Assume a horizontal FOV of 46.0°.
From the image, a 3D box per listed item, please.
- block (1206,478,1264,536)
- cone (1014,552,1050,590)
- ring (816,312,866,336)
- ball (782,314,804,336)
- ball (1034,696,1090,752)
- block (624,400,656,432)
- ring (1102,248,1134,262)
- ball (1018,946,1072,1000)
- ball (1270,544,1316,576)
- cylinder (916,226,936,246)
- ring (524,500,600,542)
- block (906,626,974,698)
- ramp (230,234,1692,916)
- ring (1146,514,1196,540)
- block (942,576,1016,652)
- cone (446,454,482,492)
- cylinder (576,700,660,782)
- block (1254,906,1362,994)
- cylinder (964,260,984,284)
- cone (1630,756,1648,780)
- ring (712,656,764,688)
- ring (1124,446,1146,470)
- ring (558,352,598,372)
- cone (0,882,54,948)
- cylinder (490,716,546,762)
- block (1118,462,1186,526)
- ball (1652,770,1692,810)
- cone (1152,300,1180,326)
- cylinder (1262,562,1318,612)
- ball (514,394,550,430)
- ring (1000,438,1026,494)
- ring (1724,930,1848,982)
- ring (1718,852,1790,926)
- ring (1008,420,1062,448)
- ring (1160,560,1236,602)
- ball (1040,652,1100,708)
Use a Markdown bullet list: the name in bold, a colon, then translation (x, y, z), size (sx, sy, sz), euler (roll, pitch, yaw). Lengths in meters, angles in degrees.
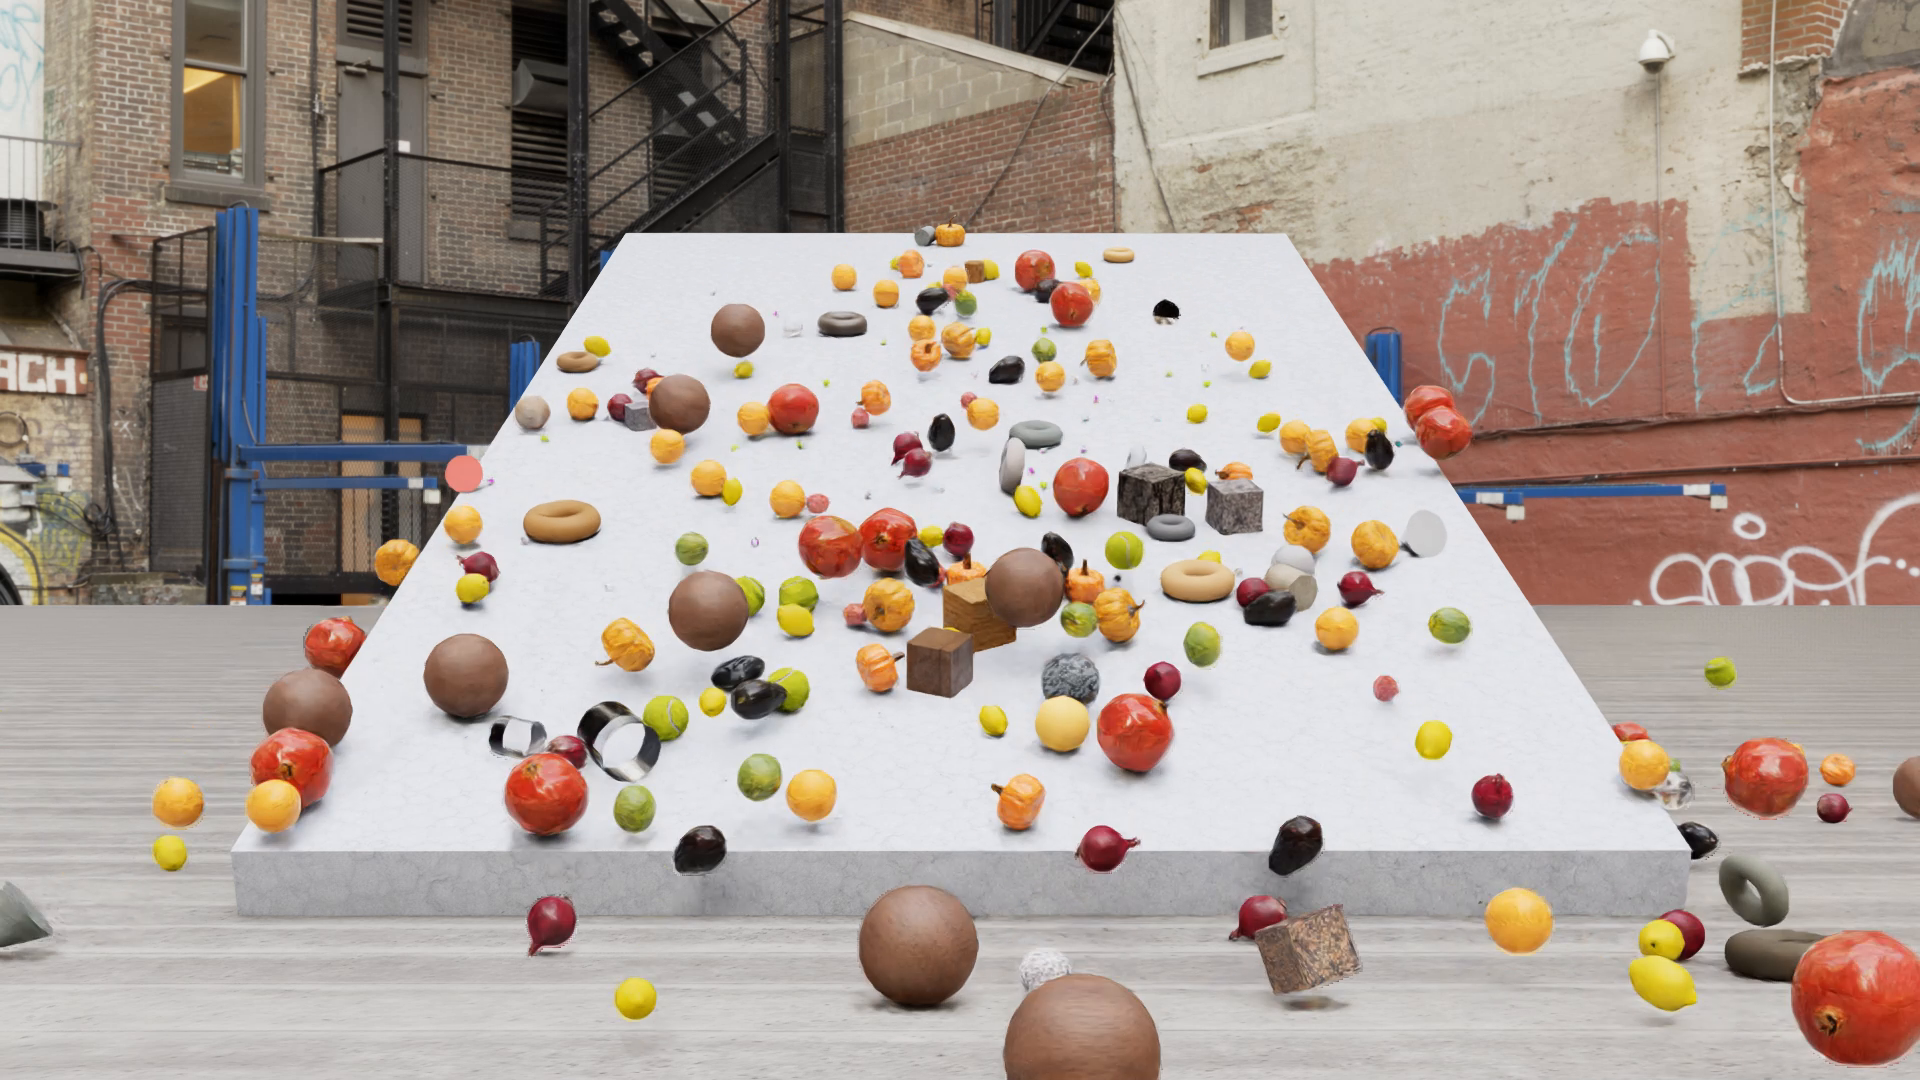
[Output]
- **block**: translation (0.526, -0.064, 4.338), size (0.082, 0.082, 0.082), euler (-6, 21, -16)
- **cone**: translation (0.114, 0.062, 4.059), size (0.069, 0.069, 0.069), euler (1, -10, -30)
- **ring**: translation (-0.300, -0.549, 5.740), size (0.129, 0.043, 0.129), euler (1, 20, 0)
- **ball**: translation (-0.422, -0.540, 5.700), size (0.053, 0.053, 0.053), euler (0, -1, 0)
- **ball**: translation (0.154, 0.275, 3.392), size (0.083, 0.083, 0.083), euler (0, -1, 0)
- **block**: translation (-0.699, -0.270, 4.951), size (0.051, 0.051, 0.051), euler (-10, 22, -26)
- **ring**: translation (0.457, -0.820, 6.515), size (0.094, 0.031, 0.094), euler (0, 21, 0)
- **ball**: translation (0.093, 0.473, 2.473), size (0.057, 0.057, 0.057), euler (0, -1, 0)
- **ball**: translation (0.593, 0.048, 4.029), size (0.080, 0.080, 0.080), euler (0, -1, 0)
- **cylinder**: translation (-0.102, -0.901, 6.705), size (0.050, 0.050, 0.050), euler (0, 28, 18)
- **ring**: translation (-0.757, -0.035, 4.302), size (0.146, 0.049, 0.146), euler (-1, 21, 0)
- **block**: translation (-0.032, 0.195, 3.617), size (0.080, 0.080, 0.080), euler (10, 22, 25)
- **ramp**: translation (-0.005, -0.205, 4.996), size (2.000, 0.100, 4.000), euler (0, 20, 0)
- **ring**: translation (0.400, -0.023, 4.300), size (0.094, 0.031, 0.094), euler (1, 20, 0)
- **block**: translation (0.032, 0.125, 3.799), size (0.090, 0.090, 0.090), euler (-13, 23, -32)
- **cone**: translation (-0.994, -0.129, 4.580), size (0.077, 0.077, 0.077), euler (0, -7, 2)
- **cylinder**: translation (-0.501, 0.295, 3.319), size (0.092, 0.092, 0.092), euler (1, 16, -34)
- **block**: translation (0.375, 0.443, 2.444), size (0.071, 0.071, 0.071), euler (-14, -9, -27)
- **cylinder**: translation (0.040, -0.741, 6.259), size (0.054, 0.054, 0.054), euler (0, 20, 0)
- **cone**: translation (1.557, 0.557, 5.272), size (0.079, 0.079, 0.079), euler (0, -28, 13)
- **ring**: translation (-0.355, 0.212, 3.622), size (0.089, 0.030, 0.089), euler (-15, 16, 4)
- **ring**: translation (0.348, -0.144, 4.523), size (0.031, 0.094, 0.094), euler (14, -2, -3)
- **ring**: translation (-0.914, -0.426, 5.410), size (0.098, 0.033, 0.098), euler (1, 20, -1)
- **cone**: translation (-1.176, 0.480, 2.773), size (0.087, 0.087, 0.087), euler (-40, 10, -14)
- **cylinder**: translation (-0.658, 0.295, 3.367), size (0.060, 0.060, 0.060), euler (9, 2, 23)
- **block**: translation (0.371, -0.087, 4.386), size (0.092, 0.092, 0.092), euler (-17, 26, -39)
- **ball**: translation (1.057, 0.372, 3.359), size (0.058, 0.058, 0.058), euler (0, -1, 0)
- **cone**: translation (0.529, -0.579, 5.843), size (0.068, 0.068, 0.068), euler (0, -7, 1)
- **cylinder**: translation (0.576, 0.083, 3.950), size (0.069, 0.069, 0.069), euler (1, 17, -32)
- **ball**: translation (-0.932, -0.278, 4.933), size (0.078, 0.078, 0.078), euler (0, -1, 0)
- **ring**: translation (0.104, -0.149, 4.524), size (0.037, 0.112, 0.112), euler (7, -2, -8)
- **ring**: translation (0.962, 0.484, 2.638), size (0.135, 0.045, 0.135), euler (1, 0, 0)
- **ring**: translation (0.956, 0.420, 2.725), size (0.032, 0.097, 0.097), euler (-25, 9, -23)
- **ring**: translation (0.162, -0.227, 4.855), size (0.115, 0.038, 0.115), euler (0, 19, 0)
- **ring**: translation (0.422, 0.072, 4.016), size (0.134, 0.045, 0.134), euler (-1, 19, 0)
- **ball**: translation (0.172, 0.222, 3.524), size (0.093, 0.093, 0.093), euler (0, -1, 0)
